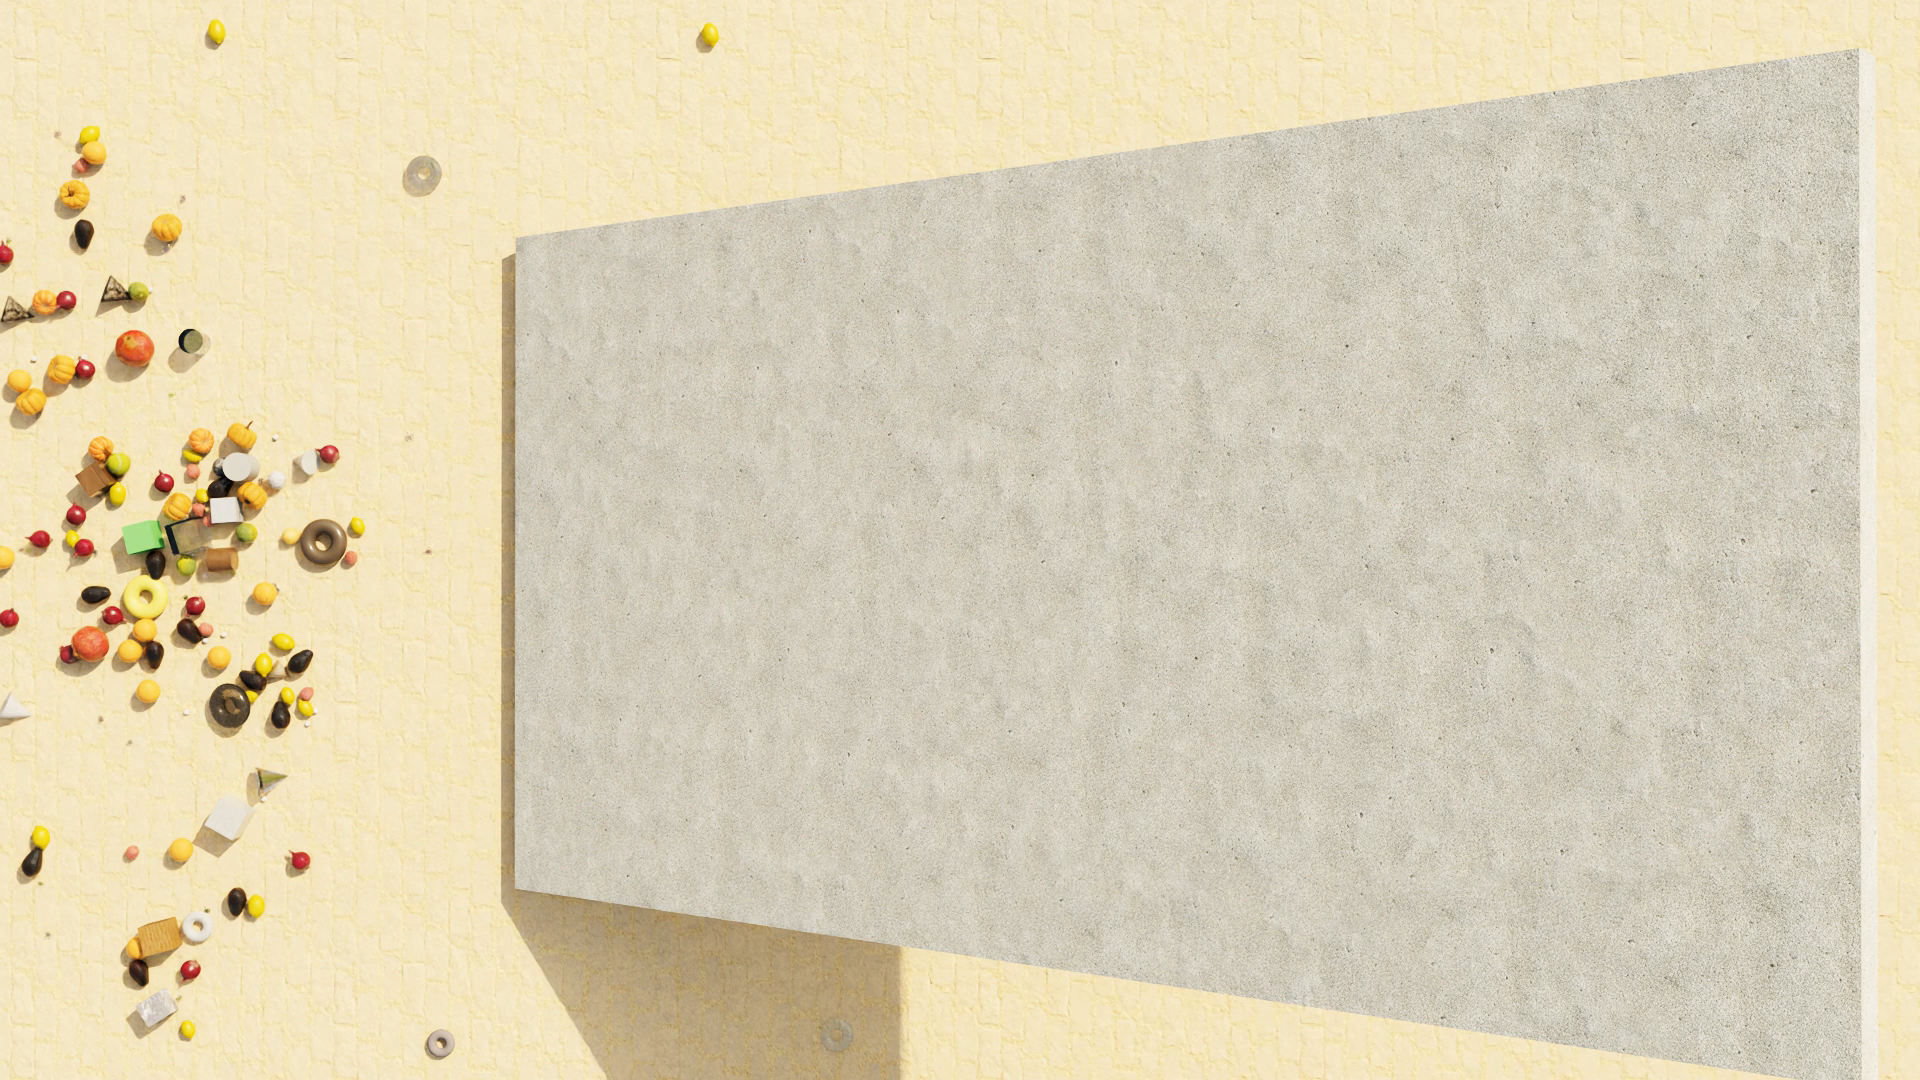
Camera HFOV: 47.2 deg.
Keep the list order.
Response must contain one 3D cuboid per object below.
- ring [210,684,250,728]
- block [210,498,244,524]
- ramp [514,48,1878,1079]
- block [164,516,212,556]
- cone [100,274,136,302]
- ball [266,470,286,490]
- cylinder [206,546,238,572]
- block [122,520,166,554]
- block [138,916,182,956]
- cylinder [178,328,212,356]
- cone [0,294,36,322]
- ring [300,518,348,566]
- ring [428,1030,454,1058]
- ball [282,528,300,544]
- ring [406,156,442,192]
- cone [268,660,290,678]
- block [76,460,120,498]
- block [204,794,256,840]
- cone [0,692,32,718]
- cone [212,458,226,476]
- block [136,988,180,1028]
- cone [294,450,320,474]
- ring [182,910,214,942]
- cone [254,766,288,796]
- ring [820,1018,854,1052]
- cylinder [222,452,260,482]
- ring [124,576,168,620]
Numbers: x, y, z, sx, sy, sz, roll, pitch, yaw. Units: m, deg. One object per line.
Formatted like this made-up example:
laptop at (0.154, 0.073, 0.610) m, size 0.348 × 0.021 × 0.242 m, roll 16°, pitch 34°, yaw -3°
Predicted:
ring at (-2.255, 0.512, 6.791) m, size 0.143 × 0.048 × 0.143 m, roll 3°, pitch 99°, yaw 21°
block at (-2.265, -0.092, 6.797) m, size 0.075 × 0.075 × 0.075 m, roll -4°, pitch 90°, yaw 0°
ramp at (0.213, 0.062, 5.529) m, size 4.000 × 0.100 × 2.000 m, roll 0°, pitch 90°, yaw 39°
block at (-2.380, -0.011, 6.787) m, size 0.095 × 0.095 × 0.095 m, roll -17°, pitch 90°, yaw 0°
cone at (-2.602, -0.763, 6.819) m, size 0.091 × 0.091 × 0.091 m, roll 21°, pitch 90°, yaw -26°
ball at (-2.116, -0.185, 6.807) m, size 0.057 × 0.057 × 0.057 m, roll 0°, pitch 90°, yaw 0°
cylinder at (-2.280, 0.061, 6.796) m, size 0.076 × 0.076 × 0.076 m, roll -4°, pitch 90°, yaw 0°
block at (-2.522, -0.008, 6.791) m, size 0.087 × 0.087 × 0.087 m, roll -14°, pitch 90°, yaw 0°
block at (-2.467, 1.222, 6.782) m, size 0.090 × 0.090 × 0.090 m, roll -14°, pitch 90°, yaw 0°
cylinder at (-2.366, -0.612, 6.800) m, size 0.077 × 0.077 × 0.077 m, roll 0°, pitch 90°, yaw 0°
cone at (-2.914, -0.704, 6.818) m, size 0.090 × 0.090 × 0.090 m, roll 16°, pitch 90°, yaw -27°
ring at (-1.971, 0.007, 6.810) m, size 0.148 × 0.049 × 0.148 m, roll 0°, pitch 89°, yaw 1°
ring at (-1.607, 1.559, 6.810) m, size 0.086 × 0.029 × 0.086 m, roll 0°, pitch 89°, yaw 1°
ball at (-2.071, -0.014, 6.809) m, size 0.051 × 0.051 × 0.051 m, roll 0°, pitch 90°, yaw 0°
ring at (-1.663, -1.138, 6.823) m, size 0.112 × 0.037 × 0.112 m, roll 0°, pitch 91°, yaw 0°
cone at (-2.101, 0.412, 6.818) m, size 0.061 × 0.061 × 0.061 m, roll 25°, pitch 90°, yaw -35°
block at (-2.664, -0.187, 6.795) m, size 0.080 × 0.080 × 0.080 m, roll -35°, pitch 90°, yaw 0°
block at (-2.248, 0.855, 6.781) m, size 0.095 × 0.095 × 0.095 m, roll 30°, pitch 90°, yaw 0°
cone at (-2.916, 0.528, 6.811) m, size 0.089 × 0.089 × 0.089 m, roll 27°, pitch 90°, yaw -26°
cone at (-2.293, -0.227, 6.805) m, size 0.061 × 0.061 × 0.061 m, roll 0°, pitch 90°, yaw 0°
block at (-2.477, 1.443, 6.786) m, size 0.078 × 0.078 × 0.078 m, roll -32°, pitch 90°, yaw 0°
cone at (-2.041, -0.246, 6.818) m, size 0.078 × 0.078 × 0.078 m, roll 6°, pitch 90°, yaw 27°
ring at (-2.360, 1.197, 6.810) m, size 0.098 × 0.033 × 0.098 m, roll 0°, pitch 89°, yaw -1°
cone at (-2.127, 0.739, 6.808) m, size 0.097 × 0.097 × 0.097 m, roll -10°, pitch 90°, yaw -27°
ring at (-0.382, 1.533, 6.807) m, size 0.104 × 0.035 × 0.104 m, roll 0°, pitch 88°, yaw 1°
cylinder at (-2.219, -0.224, 6.792) m, size 0.087 × 0.087 × 0.087 m, roll 0°, pitch 90°, yaw 0°
ring at (-2.522, 0.177, 6.810) m, size 0.138 × 0.046 × 0.138 m, roll 0°, pitch 90°, yaw 1°
